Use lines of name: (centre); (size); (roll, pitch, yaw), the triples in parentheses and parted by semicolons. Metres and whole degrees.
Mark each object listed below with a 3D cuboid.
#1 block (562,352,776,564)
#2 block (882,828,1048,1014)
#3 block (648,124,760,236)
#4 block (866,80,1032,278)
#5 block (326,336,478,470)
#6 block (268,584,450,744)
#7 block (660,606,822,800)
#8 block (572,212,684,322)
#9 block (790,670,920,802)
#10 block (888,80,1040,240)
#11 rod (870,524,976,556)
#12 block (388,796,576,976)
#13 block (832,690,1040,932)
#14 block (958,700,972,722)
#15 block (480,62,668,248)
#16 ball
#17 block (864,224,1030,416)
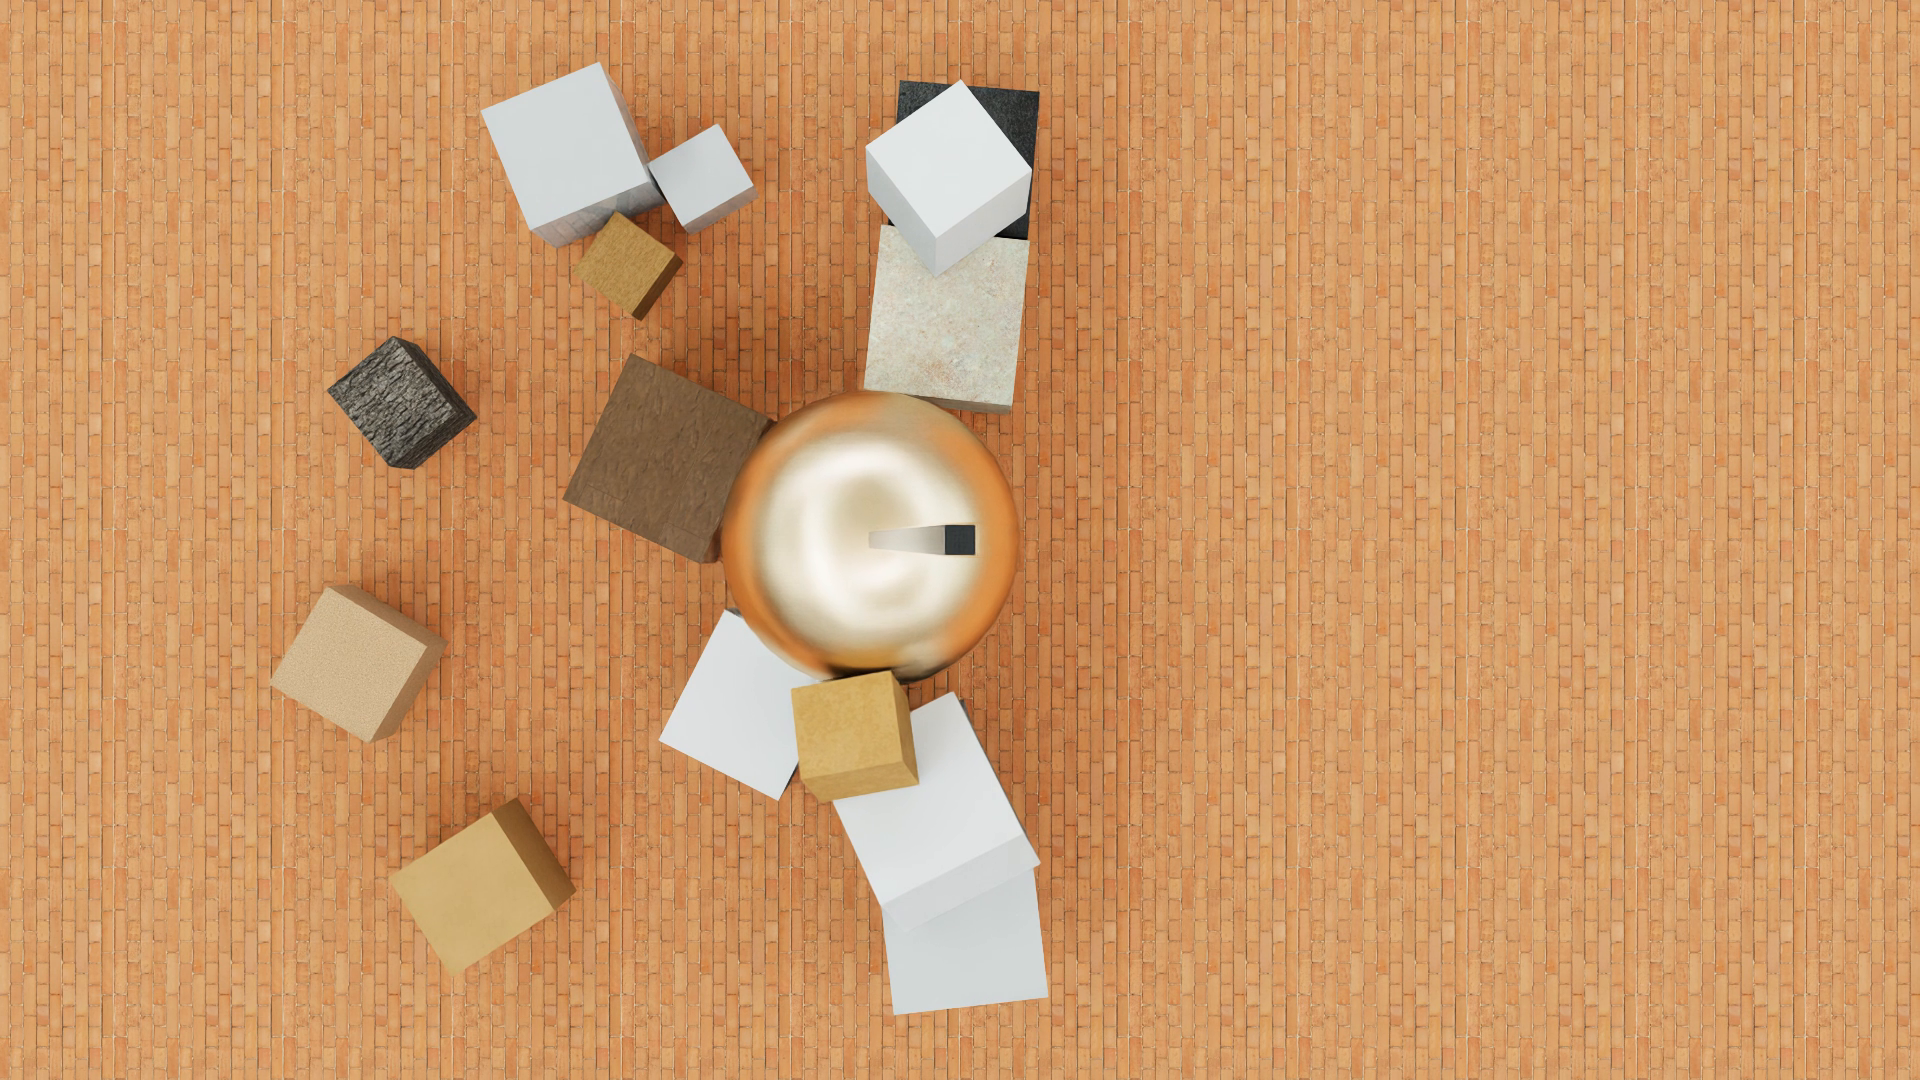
block: (-1.637, -0.454, 12.608); (0.848, 0.783, 0.902); (25, 90, 0)
block: (0.014, 2.167, 12.585); (0.860, 0.829, 0.831); (-7, 90, 0)
block: (-1.487, -2.090, 12.791); (0.471, 0.419, 0.409); (-30, 90, 0)
block: (-0.065, -1.923, 11.774); (0.622, 0.682, 0.618); (-36, 82, -7)
block: (-3.215, -0.785, 12.714); (0.486, 0.571, 0.561); (-40, 90, 0)
block: (-3.466, 0.708, 12.725); (0.662, 0.550, 0.643); (31, 90, 0)
block: (-1.159, 0.918, 12.611); (0.745, 0.778, 0.813); (27, 90, 0)
block: (-1.928, -1.588, 12.799); (0.419, 0.402, 0.434); (36, 90, 0)
block: (-0.544, 1.026, 11.444); (0.531, 0.475, 0.489); (-11, 68, 6)
block: (0.021, -2.113, 12.595); (0.780, 0.810, 0.812); (5, 90, 0)
rod: (-0.206, 0.000, 8.357); (0.080, 5.200, 0.080); (0, 90, -5)
block: (-2.728, 1.980, 12.638); (0.683, 0.723, 0.659); (-33, 90, 0)
block: (-0.166, 1.472, 11.856); (0.828, 0.721, 0.869); (-27, 67, -1)
block: (-0.164, 1.366, 12.683); (0.622, 0.635, 0.691); (-18, 90, 0)
block: (-2.195, -2.188, 12.603); (0.713, 0.794, 0.717); (-22, 90, 0)
ball: (-0.474, 0.000, 11.746); (1.600, 1.600, 1.600); (0, 90, 0)
block: (-0.073, -1.235, 12.539); (0.820, 0.922, 0.911); (6, 90, 0)
